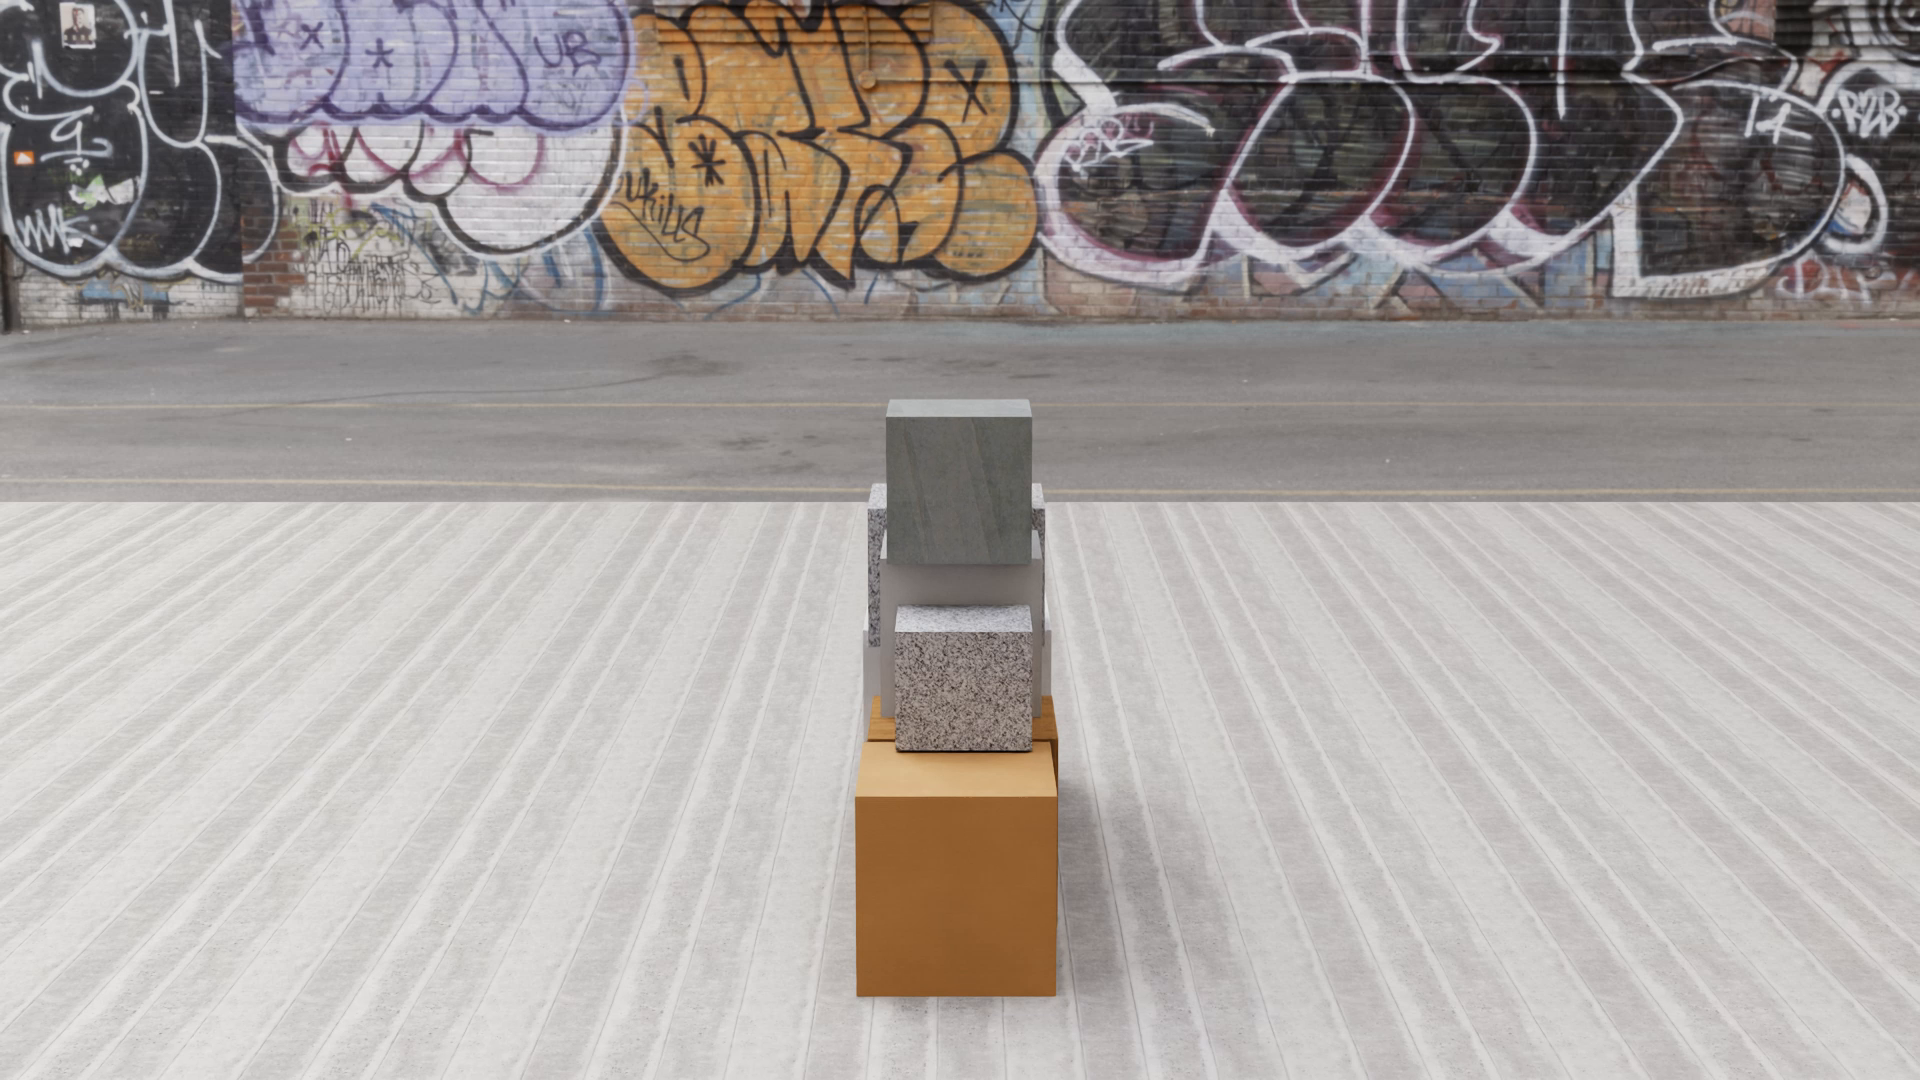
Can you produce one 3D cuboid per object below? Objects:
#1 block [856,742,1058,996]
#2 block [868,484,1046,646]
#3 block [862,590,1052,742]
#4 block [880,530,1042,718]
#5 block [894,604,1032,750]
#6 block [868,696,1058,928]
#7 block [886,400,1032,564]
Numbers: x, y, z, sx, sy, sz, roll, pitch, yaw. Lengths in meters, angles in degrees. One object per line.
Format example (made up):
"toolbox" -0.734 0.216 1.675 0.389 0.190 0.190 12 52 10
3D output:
"block" -0.015 1.295 10.214 0.769 0.798 0.805 0 10 0
"block" -0.016 0.107 11.828 0.794 0.632 0.661 0 11 0
"block" -0.013 0.805 12.449 0.875 0.962 0.962 0 10 0
"block" 0.005 0.353 11.180 0.683 0.686 0.693 0 10 0
"block" 0.015 0.561 10.584 0.552 0.491 0.533 0 10 0
"block" 0.012 1.149 10.984 0.786 0.809 0.744 0 10 0
"block" -0.004 -0.254 10.874 0.601 0.617 0.560 0 10 0
